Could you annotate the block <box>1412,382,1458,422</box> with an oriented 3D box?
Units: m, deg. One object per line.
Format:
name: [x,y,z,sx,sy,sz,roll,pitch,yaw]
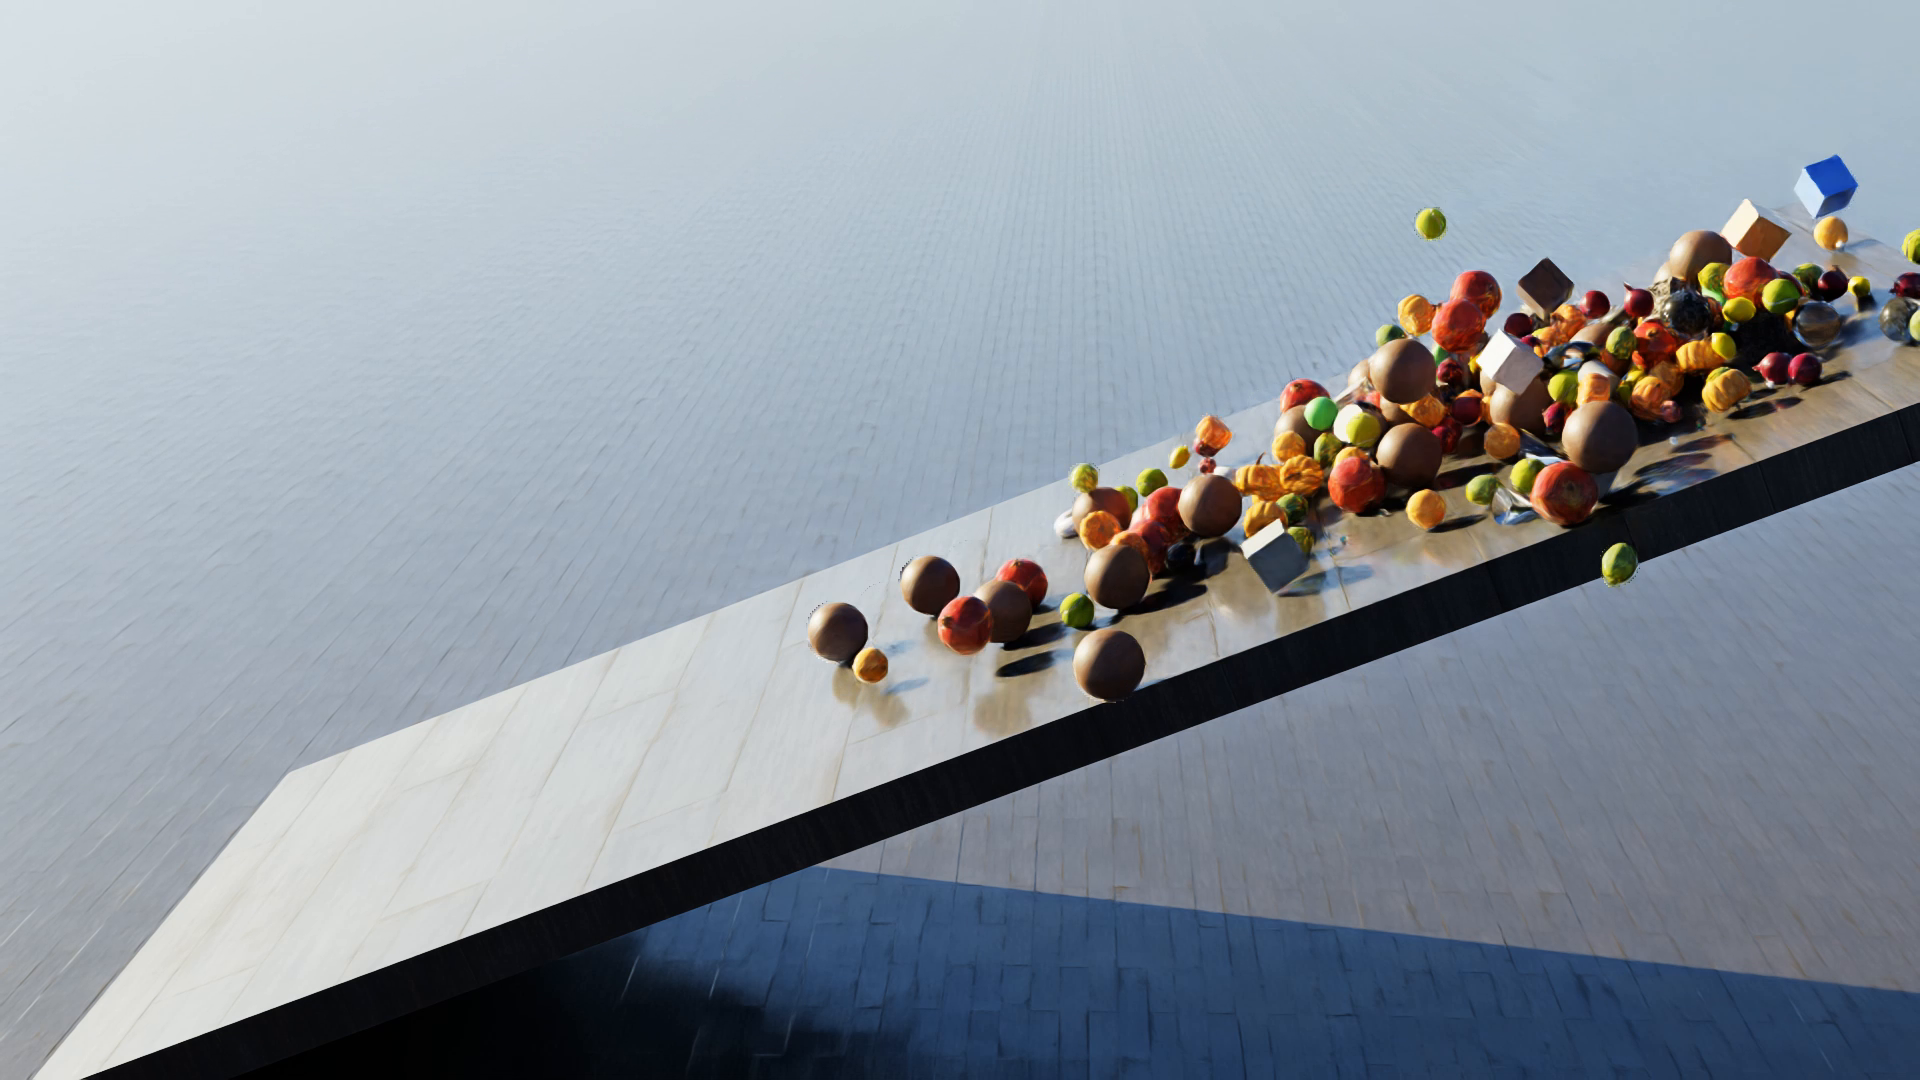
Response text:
block: [1.027,-0.299,6.349,0.064,0.064,0.064,-24,12,-10]

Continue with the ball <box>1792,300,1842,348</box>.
ball: [1.652,-0.416,5.673,0.092,0.092,0.092,0,14,0]

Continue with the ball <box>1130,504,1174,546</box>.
ball: [0.407,-0.031,6.217,0.092,0.092,0.092,0,14,0]

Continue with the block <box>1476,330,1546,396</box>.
block: [1.061,-0.343,5.674,0.079,0.079,0.079,26,19,-26]

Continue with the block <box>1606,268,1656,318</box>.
block: [1.472,-0.542,6.460,0.091,0.091,0.091,0,15,4]

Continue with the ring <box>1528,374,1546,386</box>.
ring: [1.207,-0.342,6.236,0.081,0.027,0.081,6,2,0]

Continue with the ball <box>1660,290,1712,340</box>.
ball: [1.414,-0.439,5.728,0.097,0.097,0.097,0,14,0]

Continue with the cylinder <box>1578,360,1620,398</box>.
cylinder: [1.236,-0.311,5.691,0.057,0.057,0.057,-8,37,-31]

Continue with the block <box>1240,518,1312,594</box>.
block: [0.592,0.030,5.517,0.088,0.088,0.088,-36,14,9]

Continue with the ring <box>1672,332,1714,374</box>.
ring: [1.455,-0.379,5.838,0.035,0.106,0.106,-20,21,-22]

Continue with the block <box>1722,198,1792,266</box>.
block: [1.598,-0.618,5.906,0.083,0.083,0.083,26,25,-19]

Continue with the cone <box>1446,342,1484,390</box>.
cone: [1.106,-0.376,6.449,0.097,0.097,0.097,-6,-6,-1]

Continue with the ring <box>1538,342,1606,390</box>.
ring: [1.211,-0.345,5.824,0.134,0.134,0.045,-2,57,-9]

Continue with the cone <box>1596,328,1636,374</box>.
cone: [1.330,-0.390,6.087,0.096,0.096,0.096,2,11,44]

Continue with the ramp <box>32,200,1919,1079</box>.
ramp: [0.123,0.174,6.291,4.000,0.100,2.000,-21,12,7]

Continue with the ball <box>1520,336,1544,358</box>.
ball: [1.240,-0.408,6.427,0.072,0.072,0.072,0,14,0]

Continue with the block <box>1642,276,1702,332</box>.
block: [1.422,-0.467,5.867,0.079,0.079,0.079,17,-18,-22]

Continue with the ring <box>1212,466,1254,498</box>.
ring: [0.575,-0.122,6.182,0.096,0.032,0.096,25,-19,9]

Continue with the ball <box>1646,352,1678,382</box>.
ball: [1.404,-0.346,5.886,0.061,0.061,0.061,0,14,0]

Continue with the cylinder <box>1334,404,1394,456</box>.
cylinder: [0.840,-0.229,6.125,0.087,0.087,0.087,16,3,-35]

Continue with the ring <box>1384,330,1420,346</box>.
ring: [0.991,-0.424,6.578,0.093,0.093,0.031,12,23,40]

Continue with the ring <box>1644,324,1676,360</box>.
ring: [1.429,-0.418,5.994,0.044,0.132,0.132,-20,11,10]

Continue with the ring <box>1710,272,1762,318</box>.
ring: [1.603,-0.501,6.071,0.131,0.044,0.131,43,11,-10]

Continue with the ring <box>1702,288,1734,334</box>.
ring: [1.517,-0.451,6.023,0.049,0.147,0.147,33,-8,-36]

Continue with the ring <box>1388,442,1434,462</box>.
ring: [0.932,-0.183,6.089,0.095,0.032,0.095,0,11,0]

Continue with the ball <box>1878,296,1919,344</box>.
ball: [1.755,-0.410,5.473,0.087,0.087,0.087,0,14,0]

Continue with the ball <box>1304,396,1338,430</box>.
ball: [0.767,-0.268,6.234,0.072,0.072,0.072,0,14,0]

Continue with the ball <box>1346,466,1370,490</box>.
ball: [0.814,-0.128,6.012,0.051,0.051,0.051,0,14,0]

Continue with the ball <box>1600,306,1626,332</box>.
ball: [1.435,-0.488,6.459,0.058,0.058,0.058,0,14,0]

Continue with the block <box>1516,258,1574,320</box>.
block: [1.276,-0.547,6.417,0.085,0.085,0.085,48,-1,16]

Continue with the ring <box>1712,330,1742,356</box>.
ring: [1.545,-0.399,5.917,0.098,0.033,0.098,-20,4,1]

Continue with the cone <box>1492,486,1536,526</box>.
cone: [1.024,-0.061,5.384,0.072,0.072,0.072,2,12,-18]

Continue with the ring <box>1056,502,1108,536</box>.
ring: [0.275,-0.047,6.644,0.130,0.043,0.130,-22,12,5]

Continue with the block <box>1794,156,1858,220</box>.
block: [1.755,-0.715,5.961,0.079,0.079,0.079,-21,-25,-11]

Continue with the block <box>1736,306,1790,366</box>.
block: [1.577,-0.401,5.773,0.079,0.079,0.079,-18,13,21]

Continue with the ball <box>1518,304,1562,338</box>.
ball: [1.314,-0.503,6.657,0.096,0.096,0.096,0,14,0]

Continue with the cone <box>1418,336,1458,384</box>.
cone: [1.048,-0.399,6.425,0.097,0.097,0.097,9,10,-1]

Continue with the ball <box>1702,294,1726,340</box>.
ball: [1.495,-0.447,5.927,0.094,0.094,0.094,0,14,0]

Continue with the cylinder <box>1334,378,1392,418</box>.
cylinder: [0.877,-0.287,6.422,0.098,0.098,0.098,-37,3,3]

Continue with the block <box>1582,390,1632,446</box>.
block: [1.241,-0.232,5.644,0.074,0.074,0.074,-18,14,18]

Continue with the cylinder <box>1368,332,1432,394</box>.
cylinder: [0.937,-0.376,6.266,0.094,0.094,0.094,-35,20,-6]

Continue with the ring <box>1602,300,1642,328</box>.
ring: [1.389,-0.473,6.170,0.093,0.031,0.093,-29,1,0]
